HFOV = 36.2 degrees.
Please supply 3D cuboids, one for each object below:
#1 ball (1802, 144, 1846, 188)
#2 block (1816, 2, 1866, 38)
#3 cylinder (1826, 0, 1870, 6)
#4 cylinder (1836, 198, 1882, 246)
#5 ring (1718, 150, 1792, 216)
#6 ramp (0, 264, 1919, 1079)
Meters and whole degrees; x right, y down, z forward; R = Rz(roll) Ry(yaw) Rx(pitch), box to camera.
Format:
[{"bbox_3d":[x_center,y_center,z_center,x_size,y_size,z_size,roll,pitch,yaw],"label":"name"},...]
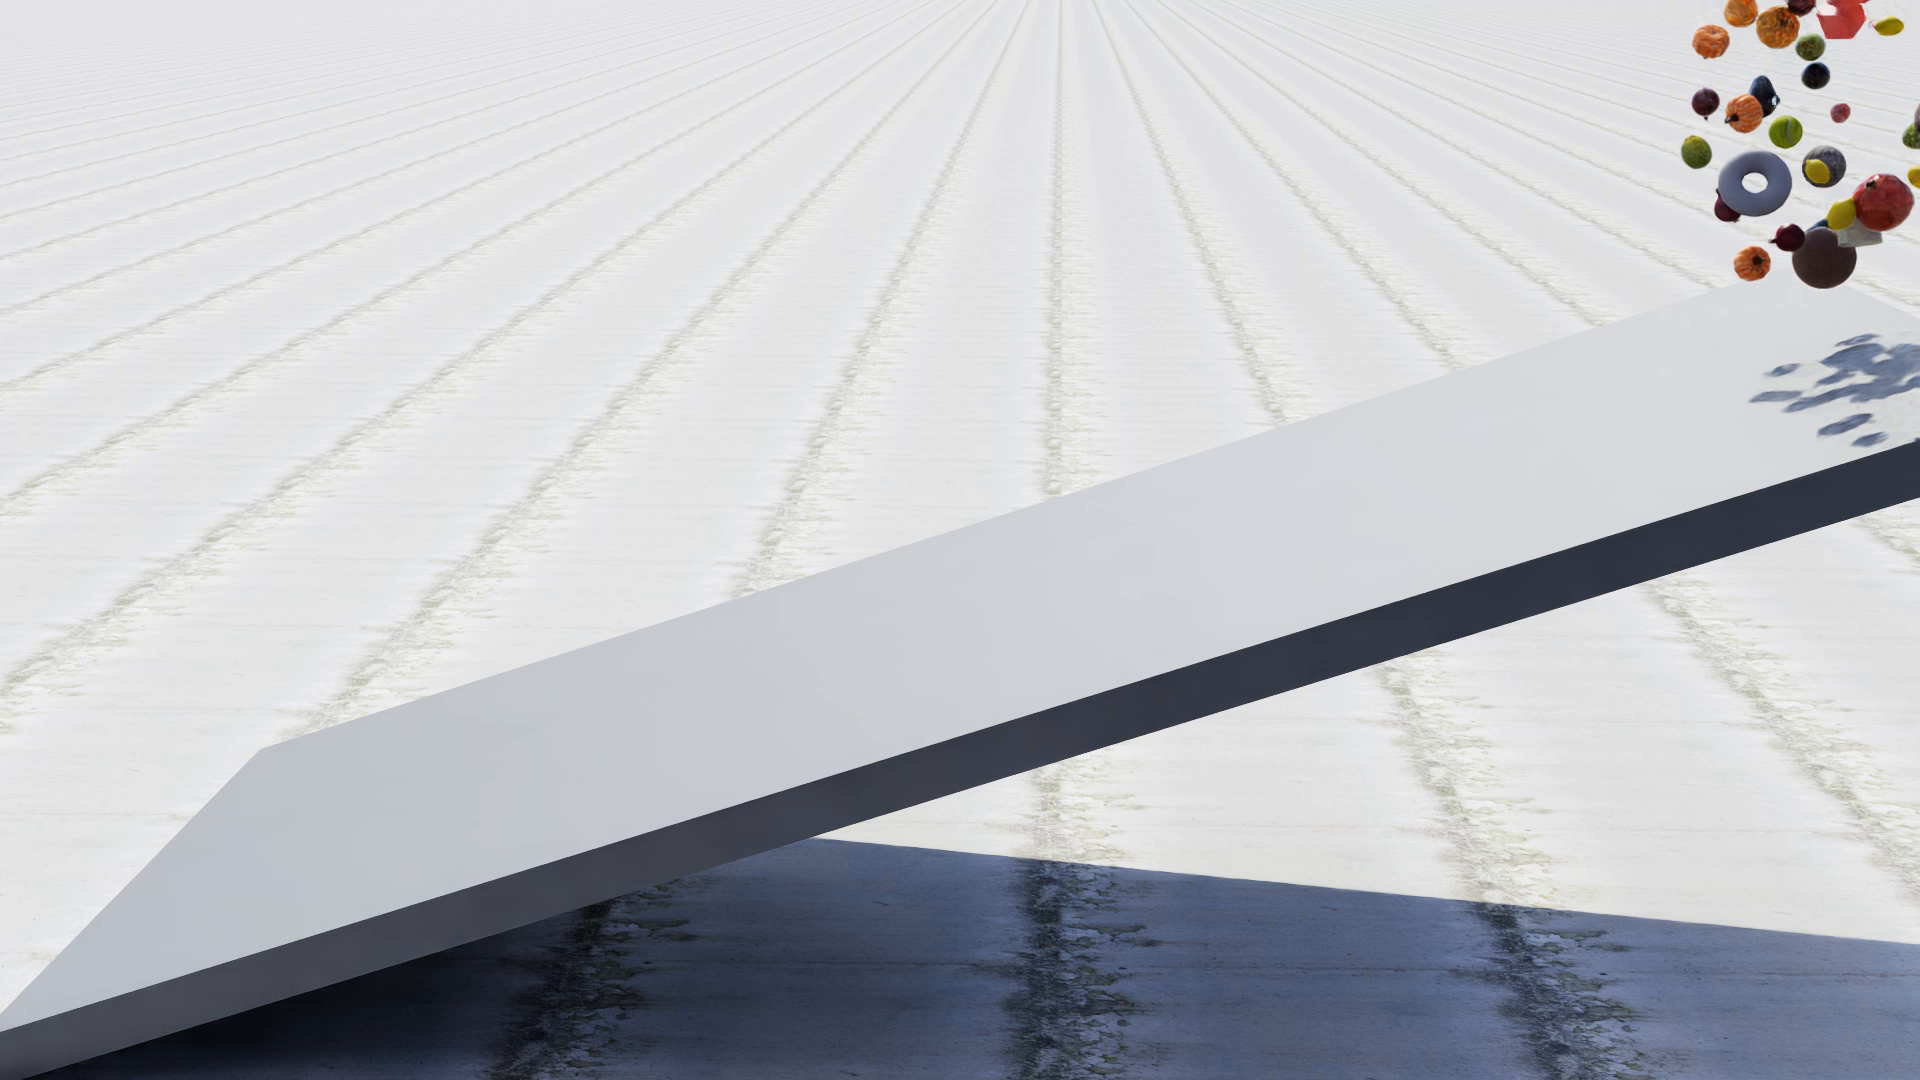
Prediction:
[{"bbox_3d":[1.768,-0.765,6.020,0.088,0.088,0.088,0,12,0],"label":"ball"},{"bbox_3d":[1.803,-1.070,6.015,0.062,0.062,0.062,11,54,47],"label":"block"},{"bbox_3d":[1.797,-1.138,5.947,0.093,0.093,0.093,-10,25,5],"label":"cylinder"},{"bbox_3d":[1.800,-0.636,5.887,0.086,0.086,0.086,-2,-2,0],"label":"cylinder"},{"bbox_3d":[1.607,-0.722,5.947,0.146,0.146,0.049,2,-18,11],"label":"ring"},{"bbox_3d":[0.103,0.182,6.309,4.000,0.100,2.000,-17,11,5],"label":"ramp"}]
